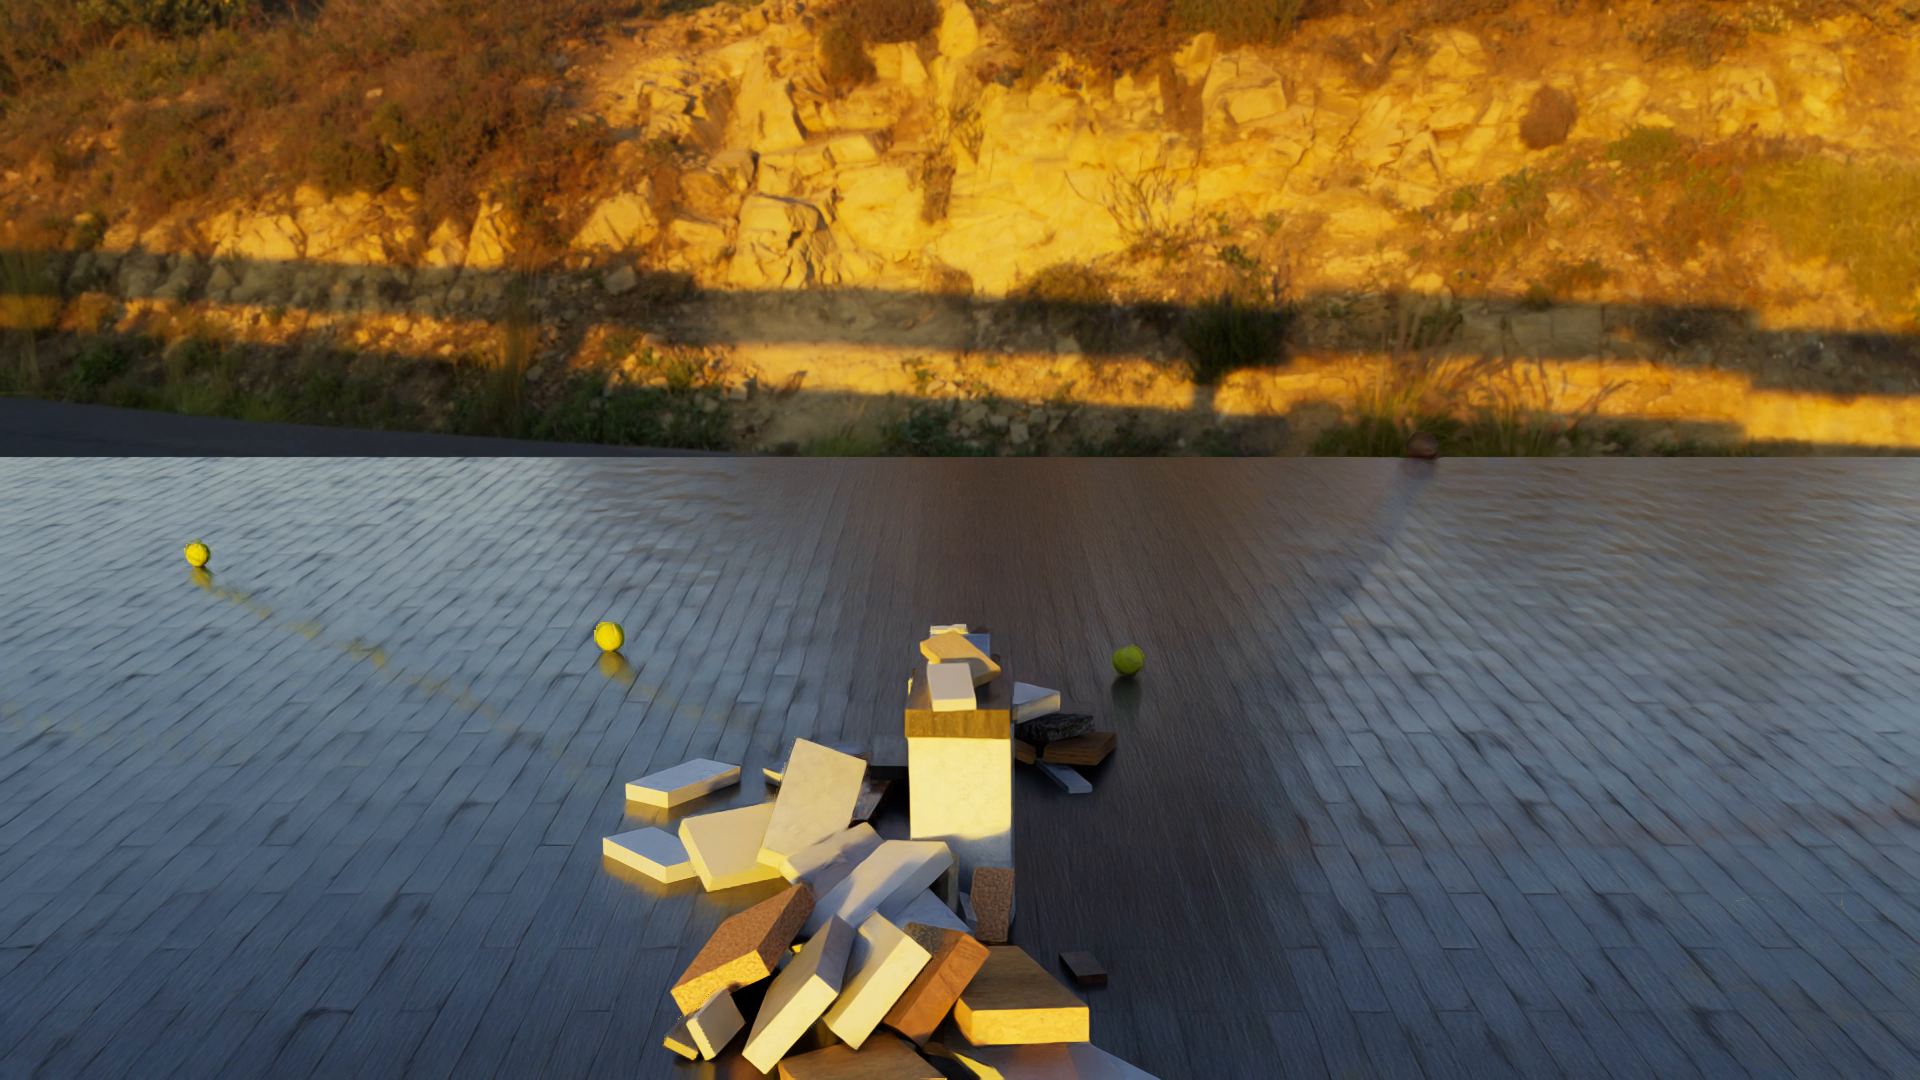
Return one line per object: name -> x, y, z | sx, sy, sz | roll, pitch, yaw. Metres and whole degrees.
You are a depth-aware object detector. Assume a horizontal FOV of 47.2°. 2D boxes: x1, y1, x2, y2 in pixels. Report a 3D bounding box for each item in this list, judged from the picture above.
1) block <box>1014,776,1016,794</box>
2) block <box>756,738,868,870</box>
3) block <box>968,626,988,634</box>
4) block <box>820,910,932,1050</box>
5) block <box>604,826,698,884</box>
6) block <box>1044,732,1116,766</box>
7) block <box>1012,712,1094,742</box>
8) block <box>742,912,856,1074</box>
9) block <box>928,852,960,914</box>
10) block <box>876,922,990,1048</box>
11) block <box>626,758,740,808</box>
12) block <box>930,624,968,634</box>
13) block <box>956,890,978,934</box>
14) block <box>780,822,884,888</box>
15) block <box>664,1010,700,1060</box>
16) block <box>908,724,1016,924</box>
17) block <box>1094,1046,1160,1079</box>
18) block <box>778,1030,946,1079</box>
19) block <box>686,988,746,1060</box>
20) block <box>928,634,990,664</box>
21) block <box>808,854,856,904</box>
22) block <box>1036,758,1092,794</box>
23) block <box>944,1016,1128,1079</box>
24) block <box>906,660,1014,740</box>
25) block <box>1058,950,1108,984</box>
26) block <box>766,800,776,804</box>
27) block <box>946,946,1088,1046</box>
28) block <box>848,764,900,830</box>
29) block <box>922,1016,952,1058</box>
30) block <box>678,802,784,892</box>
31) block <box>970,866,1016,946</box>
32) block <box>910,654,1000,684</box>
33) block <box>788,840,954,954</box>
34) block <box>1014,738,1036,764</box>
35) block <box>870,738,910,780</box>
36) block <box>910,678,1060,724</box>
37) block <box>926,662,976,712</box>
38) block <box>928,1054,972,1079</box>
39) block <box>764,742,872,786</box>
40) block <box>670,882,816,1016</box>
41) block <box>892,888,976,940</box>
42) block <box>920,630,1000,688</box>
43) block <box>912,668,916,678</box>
block -> 0.041, 0.434, 4.237 | 0.115, 0.033, 0.230 | 0, 14, -2
block -> -0.253, 0.465, 3.786 | 0.131, 0.037, 0.263 | 20, 41, -4
block -> 0.015, 0.191, 4.092 | 0.067, 0.019, 0.135 | -27, -7, -8
block -> -0.129, 0.600, 3.022 | 0.044, 0.156, 0.312 | 41, -9, -5
block -> -0.523, 0.546, 3.825 | 0.102, 0.029, 0.204 | -9, 14, -39
block -> 0.243, 0.419, 4.451 | 0.106, 0.030, 0.211 | 3, 5, 15
block -> 0.165, 0.385, 4.548 | 0.115, 0.033, 0.229 | -10, 3, -30
block -> -0.219, 0.622, 3.044 | 0.041, 0.146, 0.313 | 42, 5, -2
block -> -0.030, 0.562, 3.461 | 0.018, 0.129, 0.064 | 27, -45, -27
block -> -0.061, 0.602, 2.998 | 0.043, 0.151, 0.302 | 40, -15, -8
block -> -0.532, 0.468, 4.244 | 0.106, 0.030, 0.211 | 7, 13, 34
block -> -0.017, 0.218, 3.963 | 0.067, 0.135, 0.019 | -4, 24, -1
block -> 0.002, 0.600, 3.430 | 0.018, 0.064, 0.129 | 17, 8, -9
block -> -0.195, 0.543, 3.663 | 0.101, 0.029, 0.202 | 44, 36, 22
block -> -0.372, 0.688, 3.056 | 0.048, 0.014, 0.095 | 25, 15, 7
block -> 0.004, 0.451, 3.521 | 0.162, 0.324, 0.046 | 2, 15, 9
block -> 0.217, 0.726, 2.853 | 0.107, 0.030, 0.446 | -8, 13, -36
block -> -0.125, 0.689, 2.776 | 0.156, 0.044, 0.312 | -12, 1, -15
block -> -0.339, 0.673, 3.061 | 0.017, 0.059, 0.118 | -27, 2, 18
block -> -0.001, 0.194, 3.680 | 0.101, 0.029, 0.202 | 0, 11, 1
block -> -0.201, 0.567, 3.577 | 0.067, 0.019, 0.133 | 33, 31, 6
block -> 0.203, 0.461, 4.325 | 0.048, 0.014, 0.209 | -3, 11, -16
block -> 0.111, 0.688, 2.822 | 0.156, 0.044, 0.342 | 0, 10, -21
block -> 0.004, 0.255, 3.559 | 0.162, 0.046, 0.324 | 0, 11, 3
block -> 0.186, 0.647, 3.327 | 0.048, 0.014, 0.095 | -3, 11, -13
block -> -0.338, 0.518, 3.980 | 0.102, 0.029, 0.204 | 4, 11, 18
block -> 0.049, 0.616, 3.000 | 0.151, 0.043, 0.449 | 0, 0, -10
block -> -0.187, 0.483, 4.168 | 0.096, 0.027, 0.382 | 2, 11, 8
block -> -0.001, 0.677, 3.029 | 0.067, 0.019, 0.135 | 8, 12, 14
block -> -0.336, 0.518, 3.775 | 0.263, 0.037, 0.131 | -7, 46, -32
block -> 0.048, 0.578, 3.464 | 0.064, 0.018, 0.129 | 2, 52, 9
block -> -0.009, 0.269, 4.253 | 0.149, 0.042, 0.299 | -9, -8, -6
block -> -0.140, 0.555, 3.411 | 0.131, 0.037, 0.263 | -5, 24, 43
block -> 0.088, 0.410, 4.436 | 0.135, 0.019, 0.068 | 23, 12, -5
block -> -0.121, 0.429, 4.311 | 0.096, 0.027, 0.192 | 0, 11, 2
block -> 0.051, 0.327, 4.653 | 0.292, 0.041, 0.146 | 10, 14, 38
block -> -0.014, 0.230, 3.451 | 0.067, 0.019, 0.133 | -2, 22, -4
block -> -0.016, 0.740, 2.809 | 0.068, 0.019, 0.627 | 0, 11, 3
block -> -0.277, 0.441, 4.302 | 0.192, 0.027, 0.096 | -14, 10, -28
block -> -0.320, 0.607, 3.286 | 0.146, 0.041, 0.292 | -27, 5, 13
block -> -0.093, 0.598, 3.358 | 0.151, 0.043, 0.302 | -26, 18, -14
block -> 0.000, 0.194, 3.568 | 0.067, 0.019, 0.133 | -20, 36, -28
block -> -0.044, 0.334, 4.965 | 0.106, 0.030, 0.279 | -1, 11, -6
